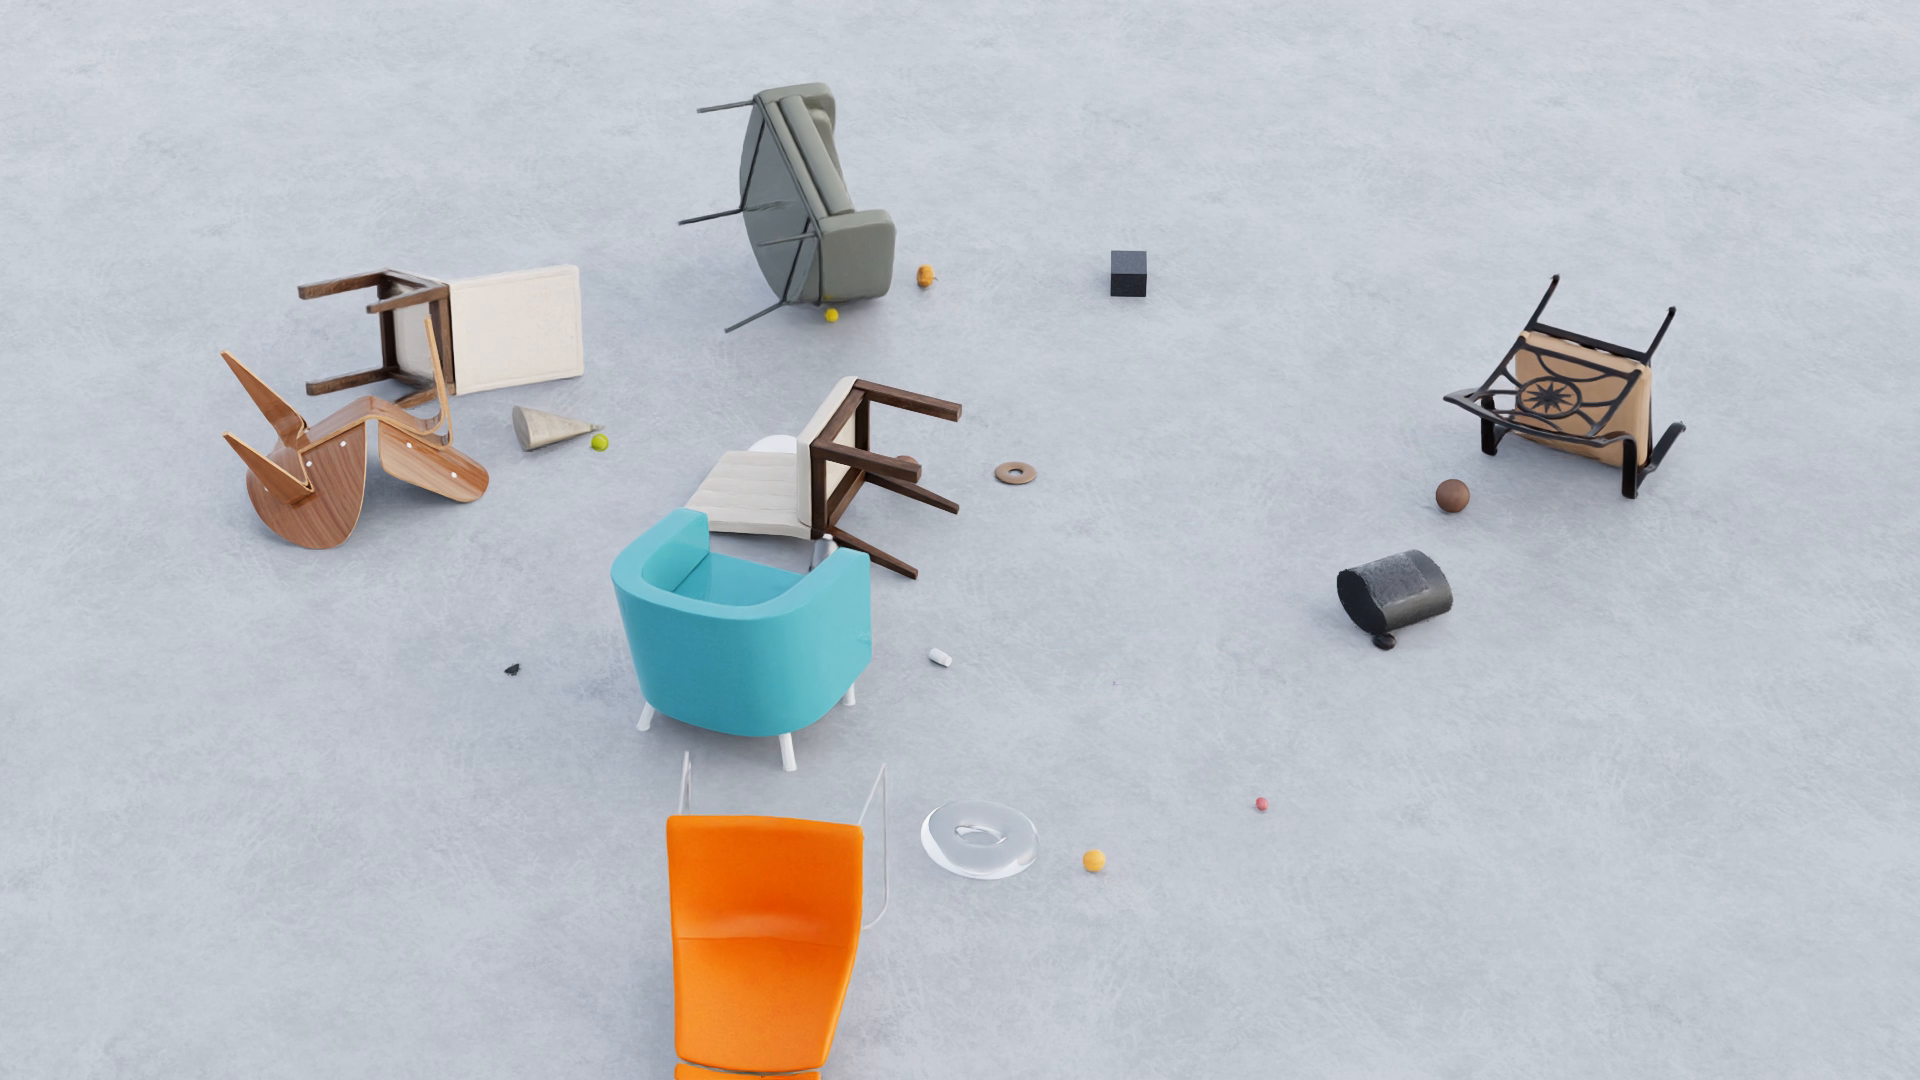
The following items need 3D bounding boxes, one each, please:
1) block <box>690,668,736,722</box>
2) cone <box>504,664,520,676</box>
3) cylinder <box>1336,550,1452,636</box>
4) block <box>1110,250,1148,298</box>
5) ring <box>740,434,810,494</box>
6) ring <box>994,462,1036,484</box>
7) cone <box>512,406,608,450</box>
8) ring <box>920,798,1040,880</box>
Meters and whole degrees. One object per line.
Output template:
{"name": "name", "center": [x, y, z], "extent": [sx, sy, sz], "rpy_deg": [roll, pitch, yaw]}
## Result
{"name": "block", "center": [-0.844, 0.530, 10.041], "extent": [0.076, 0.109, 0.145], "rpy_deg": [22, 39, 30]}
{"name": "cone", "center": [-1.557, 0.459, 10.232], "extent": [0.069, 0.038, 0.031], "rpy_deg": [-23, 71, -32]}
{"name": "cylinder", "center": [1.550, 0.185, 10.468], "extent": [0.308, 0.191, 0.289], "rpy_deg": [-16, 49, -29]}
{"name": "block", "center": [0.723, -1.143, 12.578], "extent": [0.153, 0.111, 0.209], "rpy_deg": [1, 33, 2]}
{"name": "ring", "center": [-0.714, -0.294, 11.314], "extent": [0.272, 0.059, 0.347], "rpy_deg": [-8, 40, 3]}
{"name": "ring", "center": [0.214, -0.260, 11.322], "extent": [0.165, 0.020, 0.160], "rpy_deg": [17, 37, 24]}
{"name": "cone", "center": [-1.558, -0.445, 11.559], "extent": [0.351, 0.131, 0.315], "rpy_deg": [-1, 26, -22]}
{"name": "ring", "center": [0.066, 0.958, 9.402], "extent": [0.394, 0.099, 0.348], "rpy_deg": [16, 36, 21]}
